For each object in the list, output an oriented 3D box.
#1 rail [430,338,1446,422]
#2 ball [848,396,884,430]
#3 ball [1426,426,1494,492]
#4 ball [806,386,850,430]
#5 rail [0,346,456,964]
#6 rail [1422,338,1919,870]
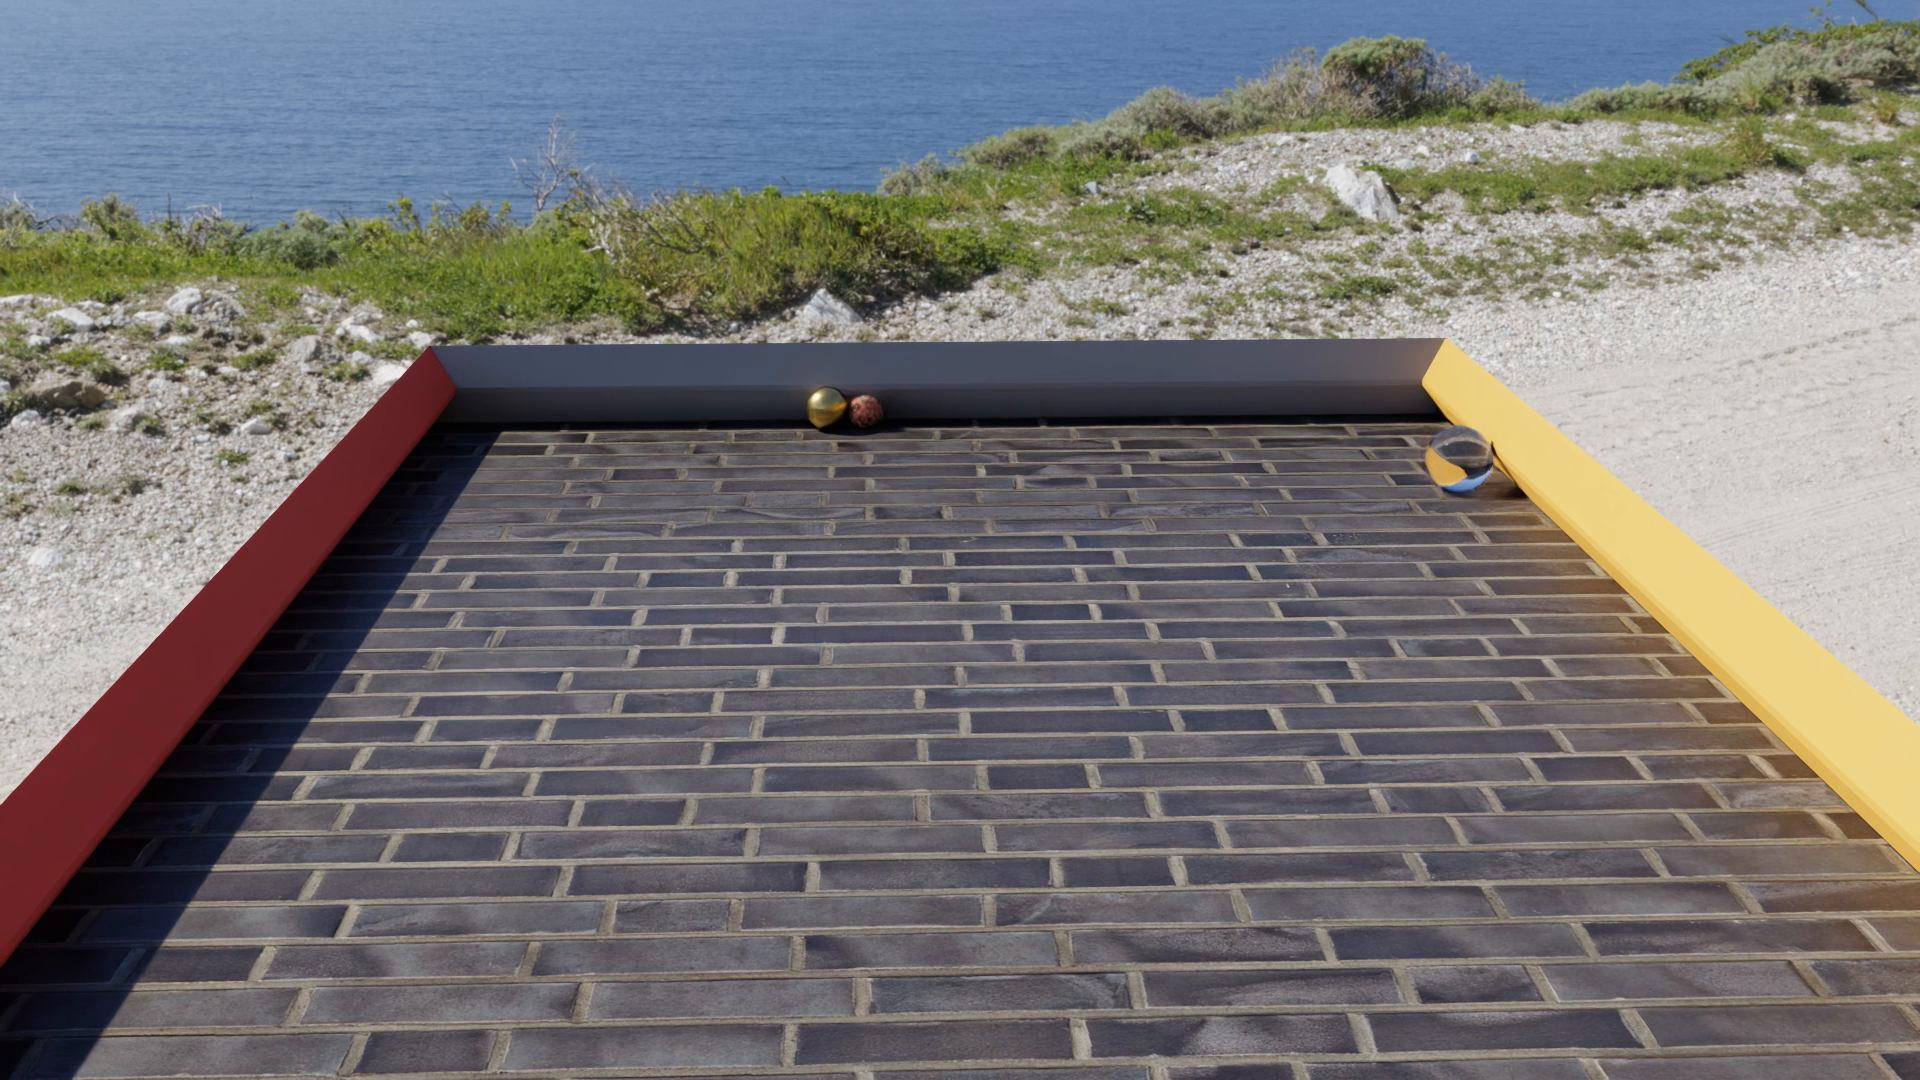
[{"bbox_3d":[-0.026,-0.235,3.286,1.526,0.115,0.045,-1,17,-2],"label":"rail"},{"bbox_3d":[-0.139,-0.189,3.249,0.050,0.050,0.050,0,17,0],"label":"ball"},{"bbox_3d":[0.663,-0.108,2.919,0.088,0.088,0.088,0,17,0],"label":"ball"},{"bbox_3d":[-0.196,-0.195,3.243,0.065,0.065,0.065,0,17,0],"label":"ball"},{"bbox_3d":[-0.712,0.193,1.884,0.045,0.115,2.927,-1,17,-2],"label":"rail"},{"bbox_3d":[0.766,0.177,1.936,0.045,0.115,2.927,-1,17,-2],"label":"rail"}]
